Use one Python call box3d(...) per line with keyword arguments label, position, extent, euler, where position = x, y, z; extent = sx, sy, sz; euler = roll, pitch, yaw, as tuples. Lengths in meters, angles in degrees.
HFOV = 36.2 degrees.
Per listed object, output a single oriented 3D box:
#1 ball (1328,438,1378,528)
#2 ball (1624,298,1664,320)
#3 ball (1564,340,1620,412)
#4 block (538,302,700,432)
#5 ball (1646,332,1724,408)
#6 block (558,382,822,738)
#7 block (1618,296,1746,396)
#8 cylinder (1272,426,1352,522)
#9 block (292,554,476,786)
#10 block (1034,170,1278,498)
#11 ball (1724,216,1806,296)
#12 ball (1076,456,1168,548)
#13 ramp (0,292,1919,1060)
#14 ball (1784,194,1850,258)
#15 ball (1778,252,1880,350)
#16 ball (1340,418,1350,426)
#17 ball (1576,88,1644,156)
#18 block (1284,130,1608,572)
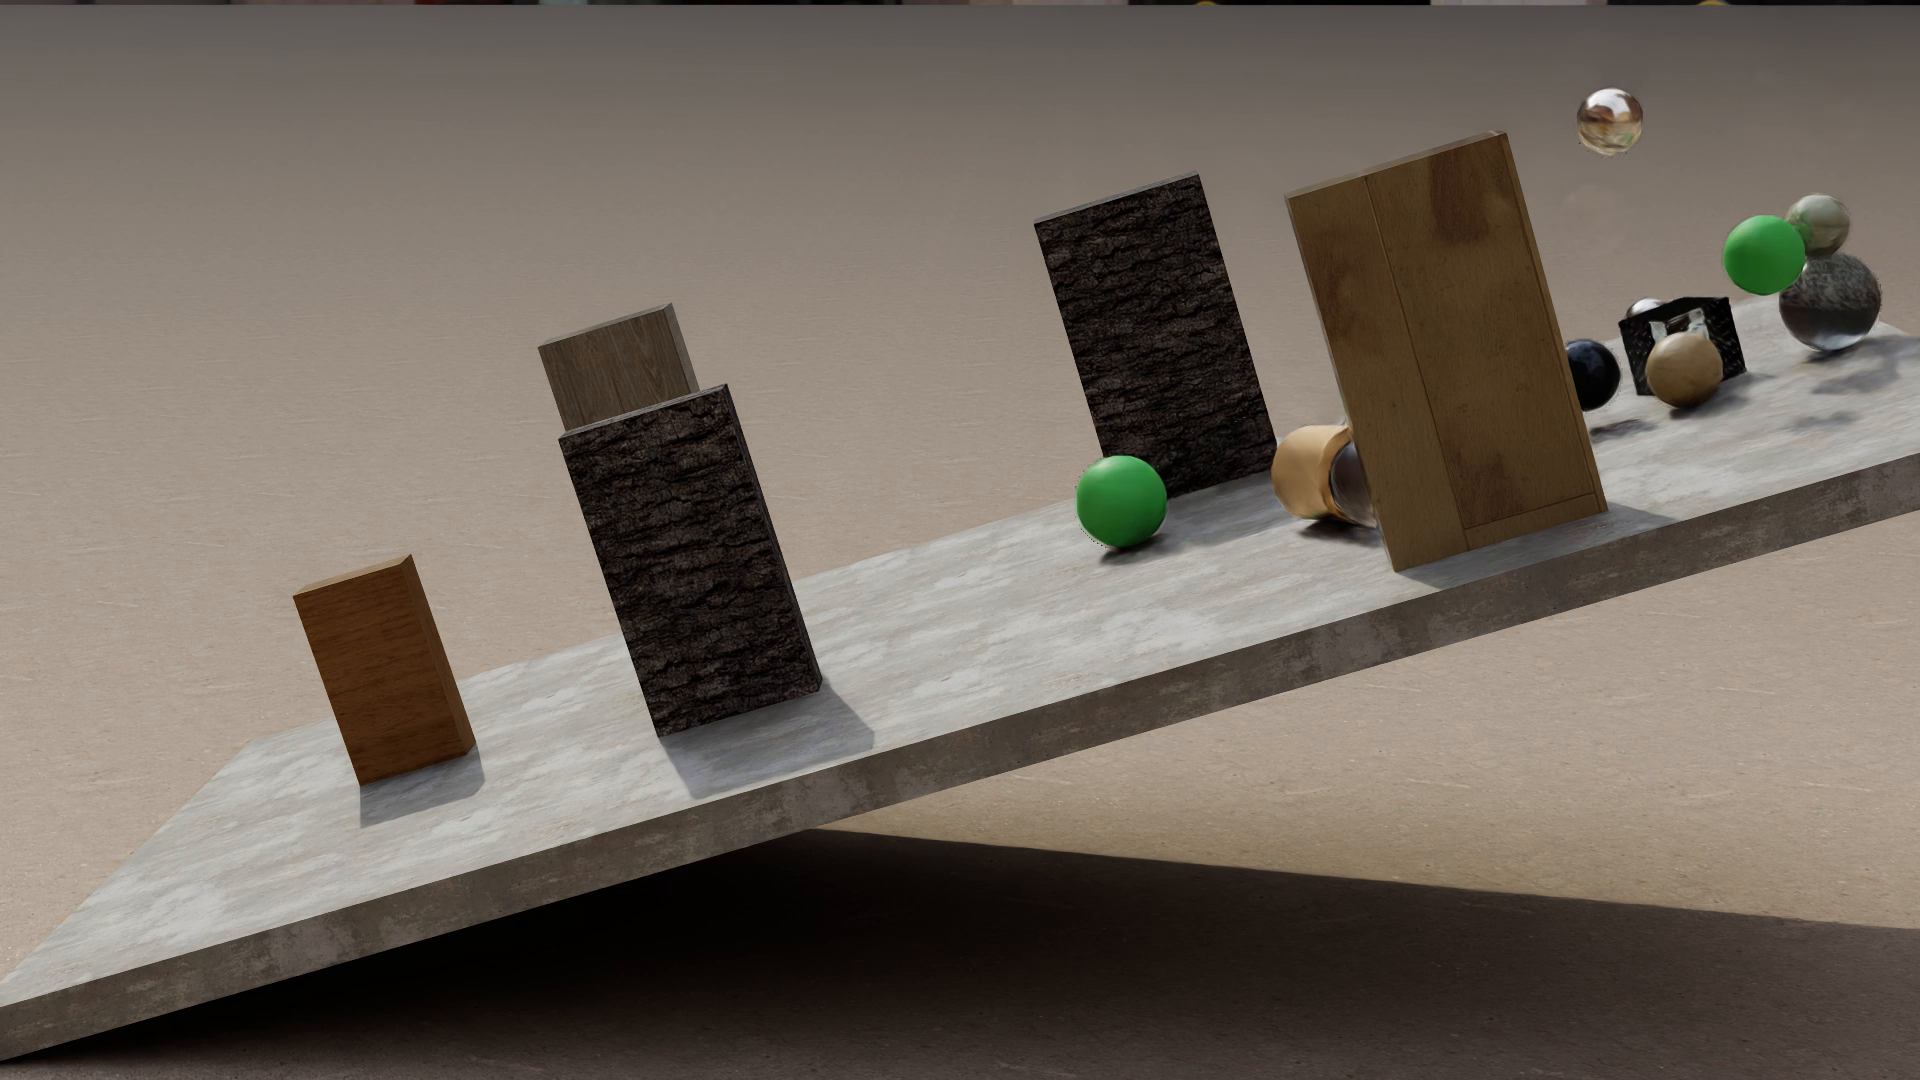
box3d(label="ball", position=(0.834, -0.120, 5.863), extent=(0.195, 0.195, 0.195), euler=(0, 11, 0))
box3d(label="ball", position=(1.621, -0.514, 6.920), extent=(0.111, 0.111, 0.111), euler=(0, 11, 0))
box3d(label="ball", position=(1.313, -0.346, 6.194), extent=(0.152, 0.152, 0.152), euler=(0, 11, 0))
box3d(label="block", position=(-0.687, -0.117, 6.714), extent=(0.299, 0.788, 0.137), euler=(-16, 10, 5))
box3d(label="ball", position=(1.505, -0.354, 6.113), extent=(0.158, 0.158, 0.158), euler=(0, 11, 0))
box3d(label="block", position=(-0.548, 0.043, 6.015), extent=(0.347, 0.648, 0.103), euler=(-16, 10, 5))
box3d(label="block", position=(1.556, -0.417, 6.337), extent=(0.168, 0.168, 0.168), euler=(-21, 11, -19))
box3d(label="cylinder", position=(0.774, -0.137, 6.050), extent=(0.198, 0.198, 0.198), euler=(-4, 4, -21))
box3d(label="block", position=(-1.267, 0.287, 6.486), extent=(0.250, 0.448, 0.113), euler=(-16, 10, 5))
box3d(label="block", position=(0.464, -0.464, 6.885), extent=(0.395, 0.706, 0.137), euler=(-16, 10, 5))
box3d(label="ball", position=(1.661, -0.588, 6.073), extent=(0.164, 0.164, 0.164), euler=(0, 11, 0))
box3d(label="ball", position=(0.356, -0.086, 6.471), extent=(0.202, 0.202, 0.202), euler=(0, 11, 0))
box3d(label="ramp", position=(0.095, 0.185, 6.316), extent=(4.000, 0.100, 2.000), euler=(-16, 10, 5))
box3d(label="ball", position=(1.796, -0.658, 6.163), extent=(0.133, 0.133, 0.133), euler=(0, 11, 0))
box3d(label="ball", position=(1.839, -0.504, 6.222), extent=(0.207, 0.207, 0.207), euler=(0, 11, 0))
box3d(label="ball", position=(0.895, -0.216, 6.436), extent=(0.144, 0.144, 0.144), euler=(0, 11, 0))
box3d(label="ball", position=(1.347, -0.868, 6.100), extent=(0.138, 0.138, 0.138), euler=(0, 11, 0))
box3d(label="block", position=(0.903, -0.351, 5.472), extent=(0.410, 0.727, 0.124), euler=(-16, 10, 5))
